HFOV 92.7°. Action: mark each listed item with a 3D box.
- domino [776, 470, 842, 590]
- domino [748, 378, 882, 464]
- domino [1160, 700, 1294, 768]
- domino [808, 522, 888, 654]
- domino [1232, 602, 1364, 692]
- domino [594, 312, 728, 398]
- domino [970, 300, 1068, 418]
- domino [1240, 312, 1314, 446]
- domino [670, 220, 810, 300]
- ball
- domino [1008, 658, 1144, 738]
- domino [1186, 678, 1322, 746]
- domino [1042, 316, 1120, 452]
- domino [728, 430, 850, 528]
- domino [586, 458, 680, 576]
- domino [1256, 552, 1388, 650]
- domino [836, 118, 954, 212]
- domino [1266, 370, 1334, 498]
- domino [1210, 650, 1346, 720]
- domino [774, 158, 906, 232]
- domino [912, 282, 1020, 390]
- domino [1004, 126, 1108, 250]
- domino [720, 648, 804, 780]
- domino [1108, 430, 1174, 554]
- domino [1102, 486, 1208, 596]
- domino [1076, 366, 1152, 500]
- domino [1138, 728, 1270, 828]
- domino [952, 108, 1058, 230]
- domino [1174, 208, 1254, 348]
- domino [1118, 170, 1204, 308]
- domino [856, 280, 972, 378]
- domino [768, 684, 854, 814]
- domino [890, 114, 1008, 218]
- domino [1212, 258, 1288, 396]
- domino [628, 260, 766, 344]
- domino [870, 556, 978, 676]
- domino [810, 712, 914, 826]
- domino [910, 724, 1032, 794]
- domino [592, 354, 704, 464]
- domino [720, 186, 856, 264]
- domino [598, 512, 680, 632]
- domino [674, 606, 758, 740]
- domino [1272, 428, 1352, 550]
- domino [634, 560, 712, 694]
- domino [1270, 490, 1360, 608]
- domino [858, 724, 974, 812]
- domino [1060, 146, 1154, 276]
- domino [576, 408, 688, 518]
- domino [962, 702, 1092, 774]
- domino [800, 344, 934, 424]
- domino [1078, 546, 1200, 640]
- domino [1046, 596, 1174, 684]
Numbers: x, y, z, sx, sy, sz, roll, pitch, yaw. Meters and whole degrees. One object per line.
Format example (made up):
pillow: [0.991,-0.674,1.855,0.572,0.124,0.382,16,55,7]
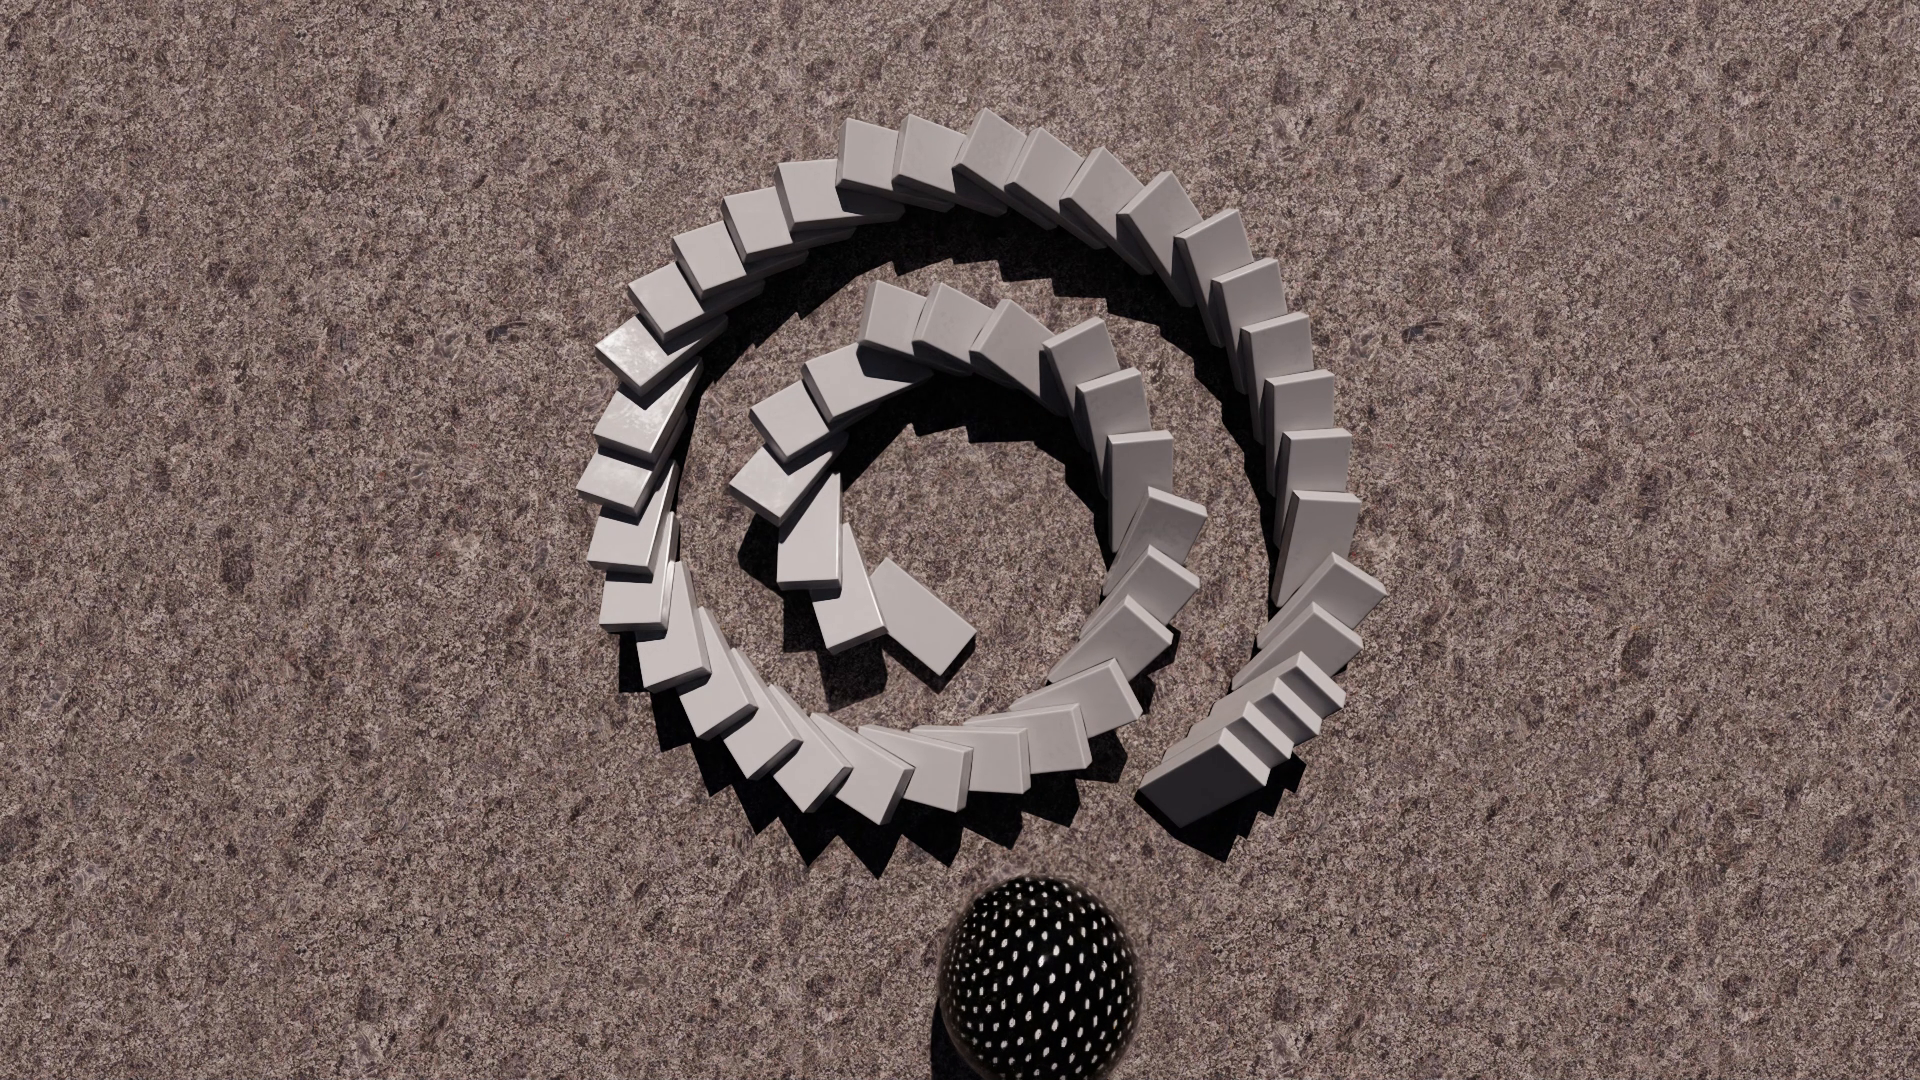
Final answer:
domino: [-0.063,-0.004,0.385,0.025,0.009,0.050,-3,65,0]
domino: [-0.060,-0.055,0.384,0.050,0.009,0.025,-35,87,-26]
domino: [0.110,0.089,0.380,0.025,0.009,0.050,43,132,0]
domino: [-0.050,0.020,0.386,0.025,0.009,0.050,-22,66,0]
domino: [0.141,0.052,0.384,0.025,0.010,0.050,37,118,0]
domino: [-0.124,-0.085,0.385,0.025,0.010,0.050,42,64,1]
domino: [0.031,-0.076,0.385,0.050,0.010,0.025,32,90,-26]
domino: [0.135,-0.067,0.385,0.025,0.010,0.050,-16,115,0]
domino: [-0.092,-0.122,0.385,0.050,0.009,0.025,-29,90,-25]
ball: [0.031,0.174,0.360,0.080,0.080,0.080,0,90,0]
domino: [0.048,0.071,0.385,0.050,0.010,0.025,-28,90,26]
domino: [0.121,0.079,0.380,0.025,0.009,0.050,44,132,-1]
domino: [0.055,-0.065,0.384,0.025,0.009,0.050,-27,117,-3]
domino: [-0.071,-0.032,0.384,0.025,0.009,0.050,34,62,2]
domino: [-0.137,-0.011,0.385,0.025,0.010,0.050,6,65,0]
domino: [0.150,0.032,0.384,0.025,0.010,0.050,32,118,-1]
domino: [-0.026,-0.157,0.385,0.050,0.009,0.025,4,90,-25]
domino: [0.143,-0.044,0.385,0.025,0.010,0.050,-9,115,0]
domino: [0.131,0.069,0.380,0.025,0.009,0.050,43,132,-1]
domino: [-0.050,-0.146,0.385,0.050,0.009,0.025,-16,90,-25]
domino: [0.007,-0.085,0.384,0.050,0.010,0.025,21,88,-27]
domino: [0.046,-0.147,0.385,0.050,0.010,0.025,26,90,-25]
domino: [-0.090,0.073,0.385,0.025,0.009,0.050,-41,65,0]
domino: [0.075,-0.020,0.385,0.025,0.010,0.050,-5,116,0]
domino: [0.081,0.005,0.384,0.025,0.009,0.050,19,118,-2]
domino: [0.067,-0.044,0.384,0.025,0.010,0.050,-18,117,-2]
domino: [0.100,0.099,0.380,0.025,0.009,0.050,43,132,0]
domino: [0.024,-0.155,0.385,0.050,0.010,0.025,25,90,-24]
domino: [0.111,-0.109,0.385,0.025,0.010,0.050,-28,115,0]
domino: [0.091,-0.126,0.385,0.025,0.010,0.050,-44,115,0]
domino: [-0.016,-0.088,0.384,0.050,0.010,0.025,13,86,-28]
domino: [-0.070,0.087,0.385,0.050,0.009,0.025,42,90,25]
domino: [-0.002,-0.156,0.385,0.050,0.010,0.025,10,90,-25]
domino: [0.124,-0.089,0.385,0.025,0.009,0.050,-21,115,0]
domino: [-0.110,-0.106,0.385,0.050,0.009,0.025,-36,89,-25]
domino: [-0.020,0.033,0.395,0.050,0.009,0.025,39,90,0]
domino: [-0.046,0.095,0.385,0.050,0.010,0.025,24,90,26]
domino: [0.004,0.092,0.385,0.050,0.009,0.025,-4,90,25]
domino: [-0.130,-0.059,0.385,0.025,0.010,0.050,19,65,0]
domino: [-0.072,-0.135,0.385,0.050,0.010,0.025,-23,90,-25]
domino: [-0.134,0.013,0.385,0.025,0.009,0.050,-2,65,1]
domino: [-0.107,0.056,0.385,0.025,0.009,0.050,-33,65,0]
domino: [0.148,-0.021,0.385,0.025,0.009,0.050,-4,114,0]
domino: [-0.123,0.036,0.385,0.025,0.010,0.050,-20,64,0]
domino: [0.149,0.005,0.386,0.025,0.010,0.050,3,114,0]
domino: [-0.020,0.095,0.385,0.050,0.010,0.025,7,90,26]
domino: [0.068,-0.137,0.385,0.050,0.010,0.025,34,90,-25]
domino: [-0.137,-0.037,0.385,0.025,0.010,0.050,19,66,1]
domino: [0.028,0.085,0.385,0.050,0.009,0.025,-13,91,26]
domino: [-0.039,-0.070,0.385,0.050,0.010,0.025,-27,90,-25]
domino: [0.075,0.029,0.384,0.025,0.010,0.050,34,117,-1]
domino: [0.062,0.049,0.385,0.025,0.010,0.050,41,116,0]
